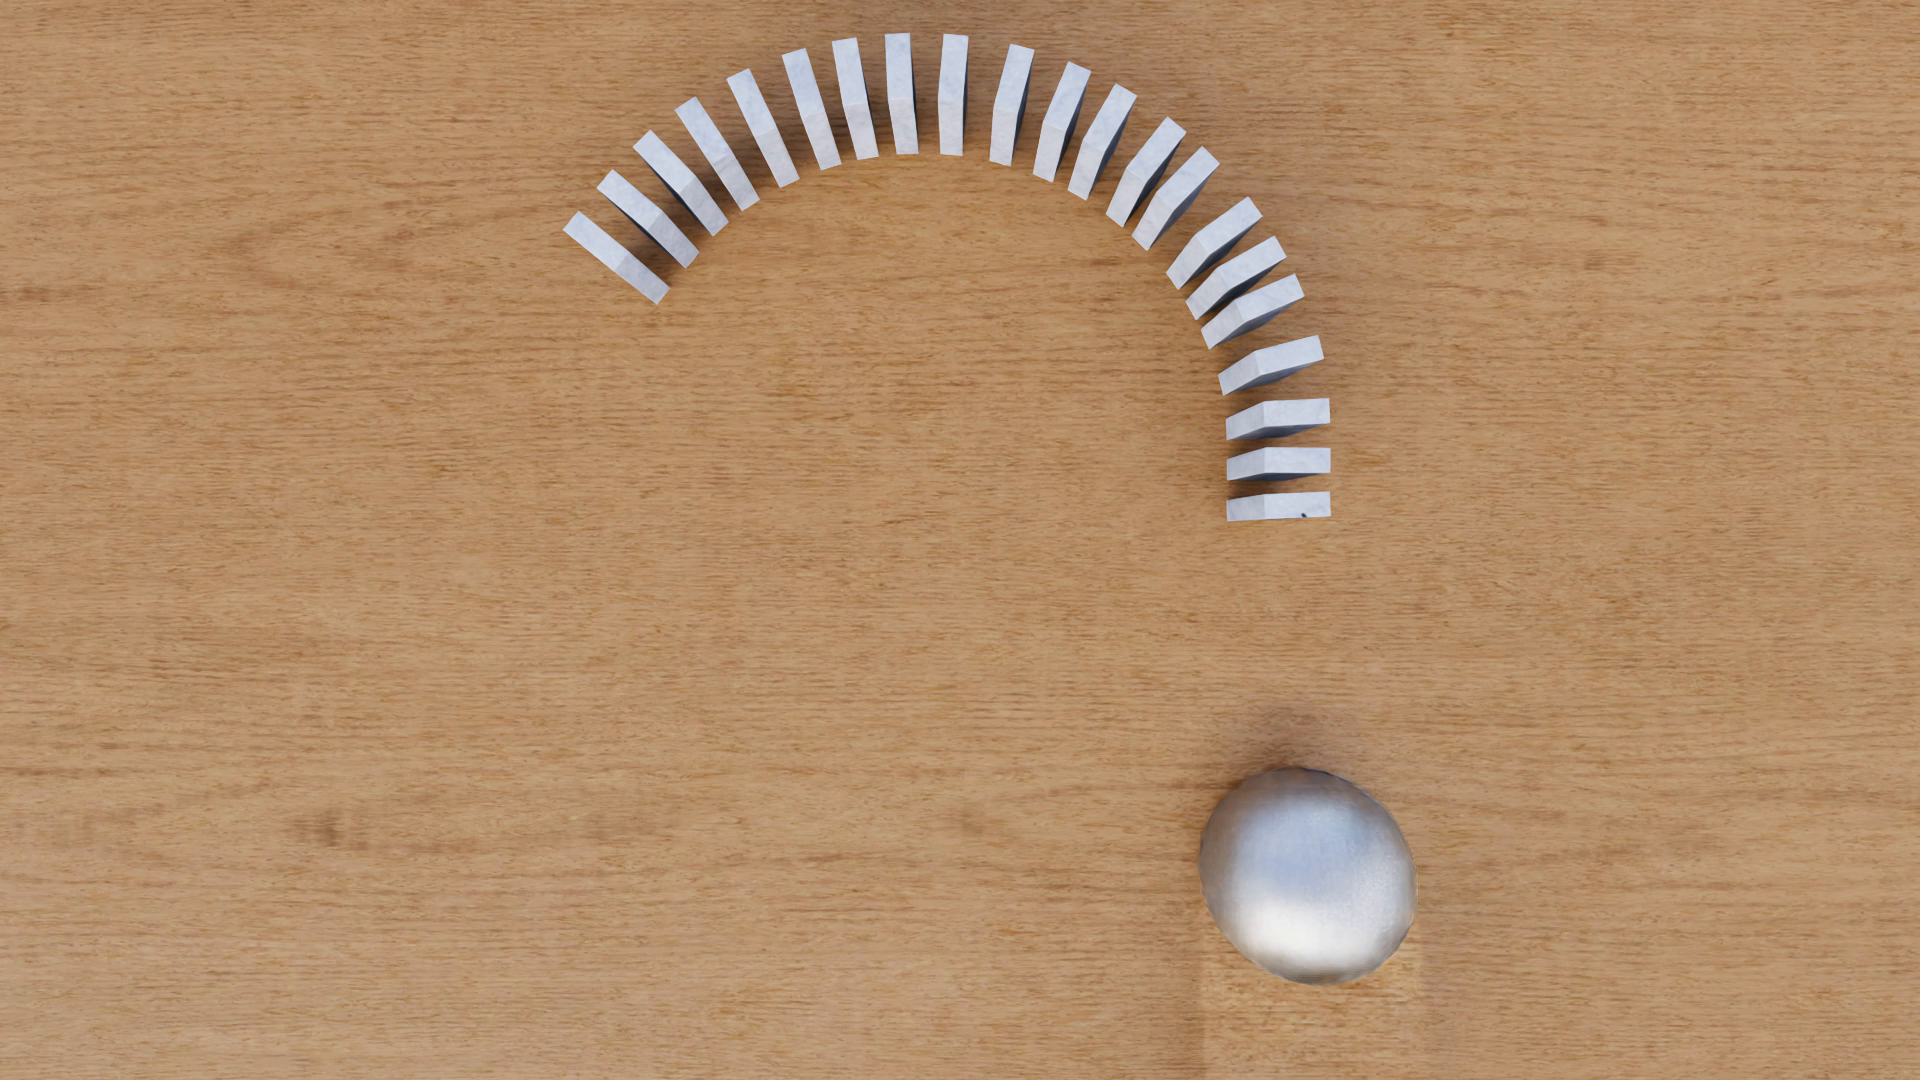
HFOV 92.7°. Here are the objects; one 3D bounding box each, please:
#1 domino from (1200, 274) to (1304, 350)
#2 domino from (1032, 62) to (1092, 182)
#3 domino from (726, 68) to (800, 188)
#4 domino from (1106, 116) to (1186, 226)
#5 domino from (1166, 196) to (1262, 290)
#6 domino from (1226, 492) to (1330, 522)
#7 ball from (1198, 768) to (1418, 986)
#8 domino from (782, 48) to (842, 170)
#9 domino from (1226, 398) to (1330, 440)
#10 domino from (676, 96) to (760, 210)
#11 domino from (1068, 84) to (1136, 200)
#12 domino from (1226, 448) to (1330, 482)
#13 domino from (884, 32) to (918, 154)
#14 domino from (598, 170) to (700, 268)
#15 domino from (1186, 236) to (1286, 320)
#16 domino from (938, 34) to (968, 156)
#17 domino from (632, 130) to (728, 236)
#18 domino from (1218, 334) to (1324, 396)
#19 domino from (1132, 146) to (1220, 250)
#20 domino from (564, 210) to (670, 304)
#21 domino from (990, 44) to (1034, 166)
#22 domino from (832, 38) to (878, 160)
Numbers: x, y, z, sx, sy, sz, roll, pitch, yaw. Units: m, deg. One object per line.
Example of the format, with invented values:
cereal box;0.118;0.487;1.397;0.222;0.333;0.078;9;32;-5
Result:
domino;0.118;-0.093;0.375;0.025;0.050;0.009;-24;90;0
domino;0.041;-0.169;0.375;0.010;0.050;0.025;23;90;0
domino;-0.080;-0.167;0.375;0.010;0.050;0.025;-25;90;0
domino;0.075;-0.149;0.375;0.010;0.050;0.025;39;90;0
domino;0.103;-0.120;0.375;0.025;0.050;0.009;-36;90;0
domino;0.129;-0.013;0.375;0.025;0.050;0.009;-2;90;0
ball;0.135;0.131;0.360;0.080;0.080;0.080;0;90;0
domino;-0.060;-0.175;0.375;0.009;0.050;0.025;-17;90;0
domino;0.129;-0.049;0.375;0.025;0.050;0.010;-3;90;0
domino;-0.098;-0.157;0.375;0.010;0.050;0.025;-33;90;0
domino;0.057;-0.161;0.375;0.009;0.050;0.025;30;90;0
domino;0.129;-0.031;0.375;0.025;0.050;0.010;0;90;0
domino;-0.023;-0.181;0.375;0.009;0.050;0.025;-3;90;0
domino;-0.126;-0.130;0.375;0.025;0.050;0.009;40;90;0
domino;0.112;-0.106;0.375;0.025;0.050;0.009;-29;90;0
domino;-0.003;-0.181;0.375;0.009;0.050;0.025;5;90;0
domino;-0.113;-0.145;0.375;0.010;0.050;0.025;-44;90;0
domino;0.126;-0.071;0.375;0.025;0.050;0.009;-14;90;0
domino;0.087;-0.138;0.375;0.010;0.050;0.025;45;90;0
domino;-0.139;-0.114;0.375;0.025;0.050;0.009;39;90;0
domino;0.021;-0.176;0.375;0.009;0.050;0.025;15;90;0
domino;-0.042;-0.179;0.375;0.010;0.050;0.025;-10;90;0
